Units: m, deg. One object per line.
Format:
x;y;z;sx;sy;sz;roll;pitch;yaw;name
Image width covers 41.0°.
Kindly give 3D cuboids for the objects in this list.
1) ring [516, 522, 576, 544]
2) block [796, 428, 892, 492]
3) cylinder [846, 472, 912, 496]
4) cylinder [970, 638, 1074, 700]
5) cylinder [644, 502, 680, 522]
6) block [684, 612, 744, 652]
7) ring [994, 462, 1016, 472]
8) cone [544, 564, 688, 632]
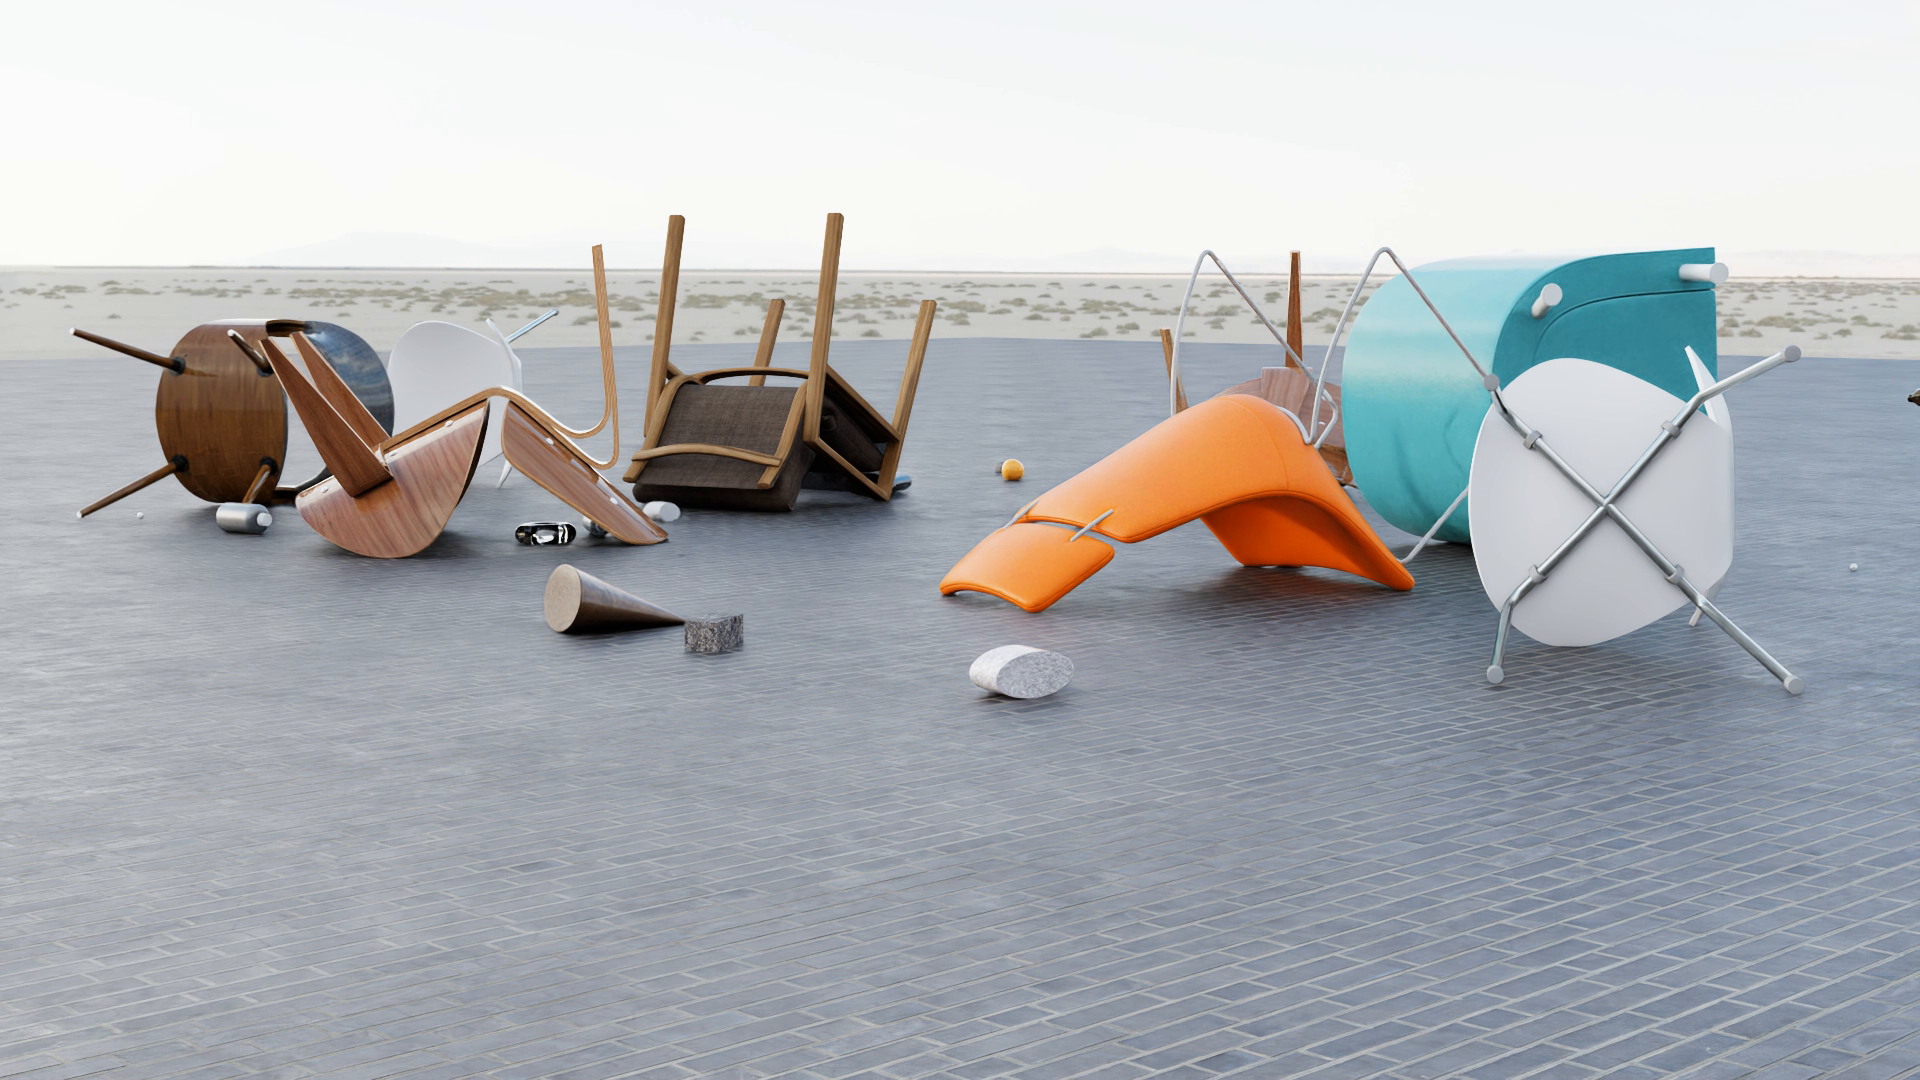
-1.023;-0.017;6.333;0.150;0.050;0.133;0;5;5;ring
-0.362;-0.253;7.981;0.213;0.181;0.212;4;7;33;block
-0.245;-0.171;7.722;0.155;0.071;0.147;0;1;20;cylinder
0.097;0.207;4.045;0.146;0.073;0.080;-10;26;-20;cylinder
-0.802;-0.075;6.900;0.060;0.050;0.075;5;1;40;cylinder
-0.438;0.164;4.571;0.062;0.051;0.118;2;6;18;block
0.152;-0.244;8.621;0.072;0.033;0.066;5;8;27;ring
-0.621;0.133;4.827;0.265;0.125;0.275;12;0;-22;cone
